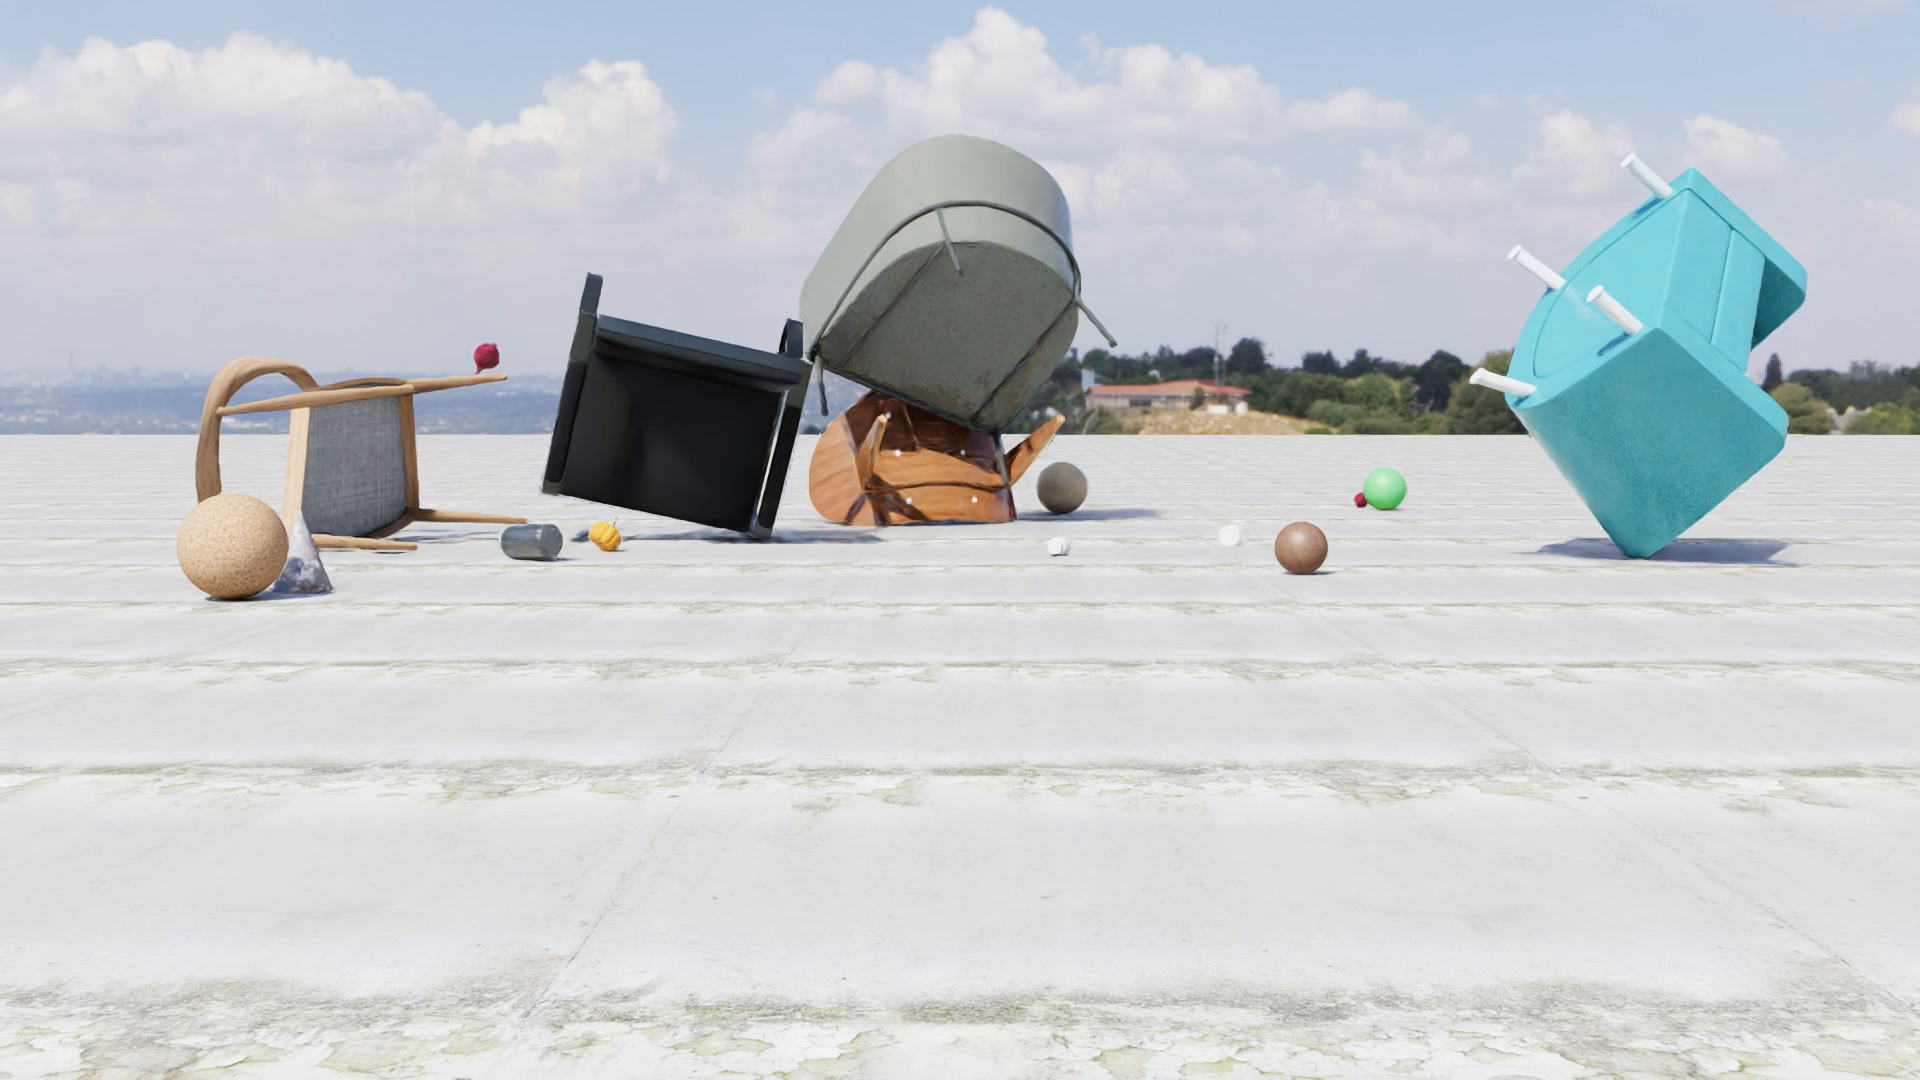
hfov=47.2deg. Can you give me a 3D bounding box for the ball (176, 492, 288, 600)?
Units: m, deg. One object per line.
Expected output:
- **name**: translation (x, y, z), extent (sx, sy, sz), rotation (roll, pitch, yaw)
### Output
- **ball**: translation (-1.551, 0.013, 4.690), extent (0.228, 0.228, 0.228), rotation (0, 4, 0)

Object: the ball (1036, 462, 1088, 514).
- **ball**: translation (0.366, -0.187, 7.898), extent (0.188, 0.188, 0.188), rotation (0, 4, 0)

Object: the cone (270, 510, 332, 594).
- **cone**: translation (-1.469, 0.020, 4.901), extent (0.133, 0.185, 0.157), rotation (-1, 4, -17)

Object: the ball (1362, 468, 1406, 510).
- **ball**: translation (1.571, -0.189, 8.131), extent (0.160, 0.160, 0.160), rotation (0, 4, 0)
